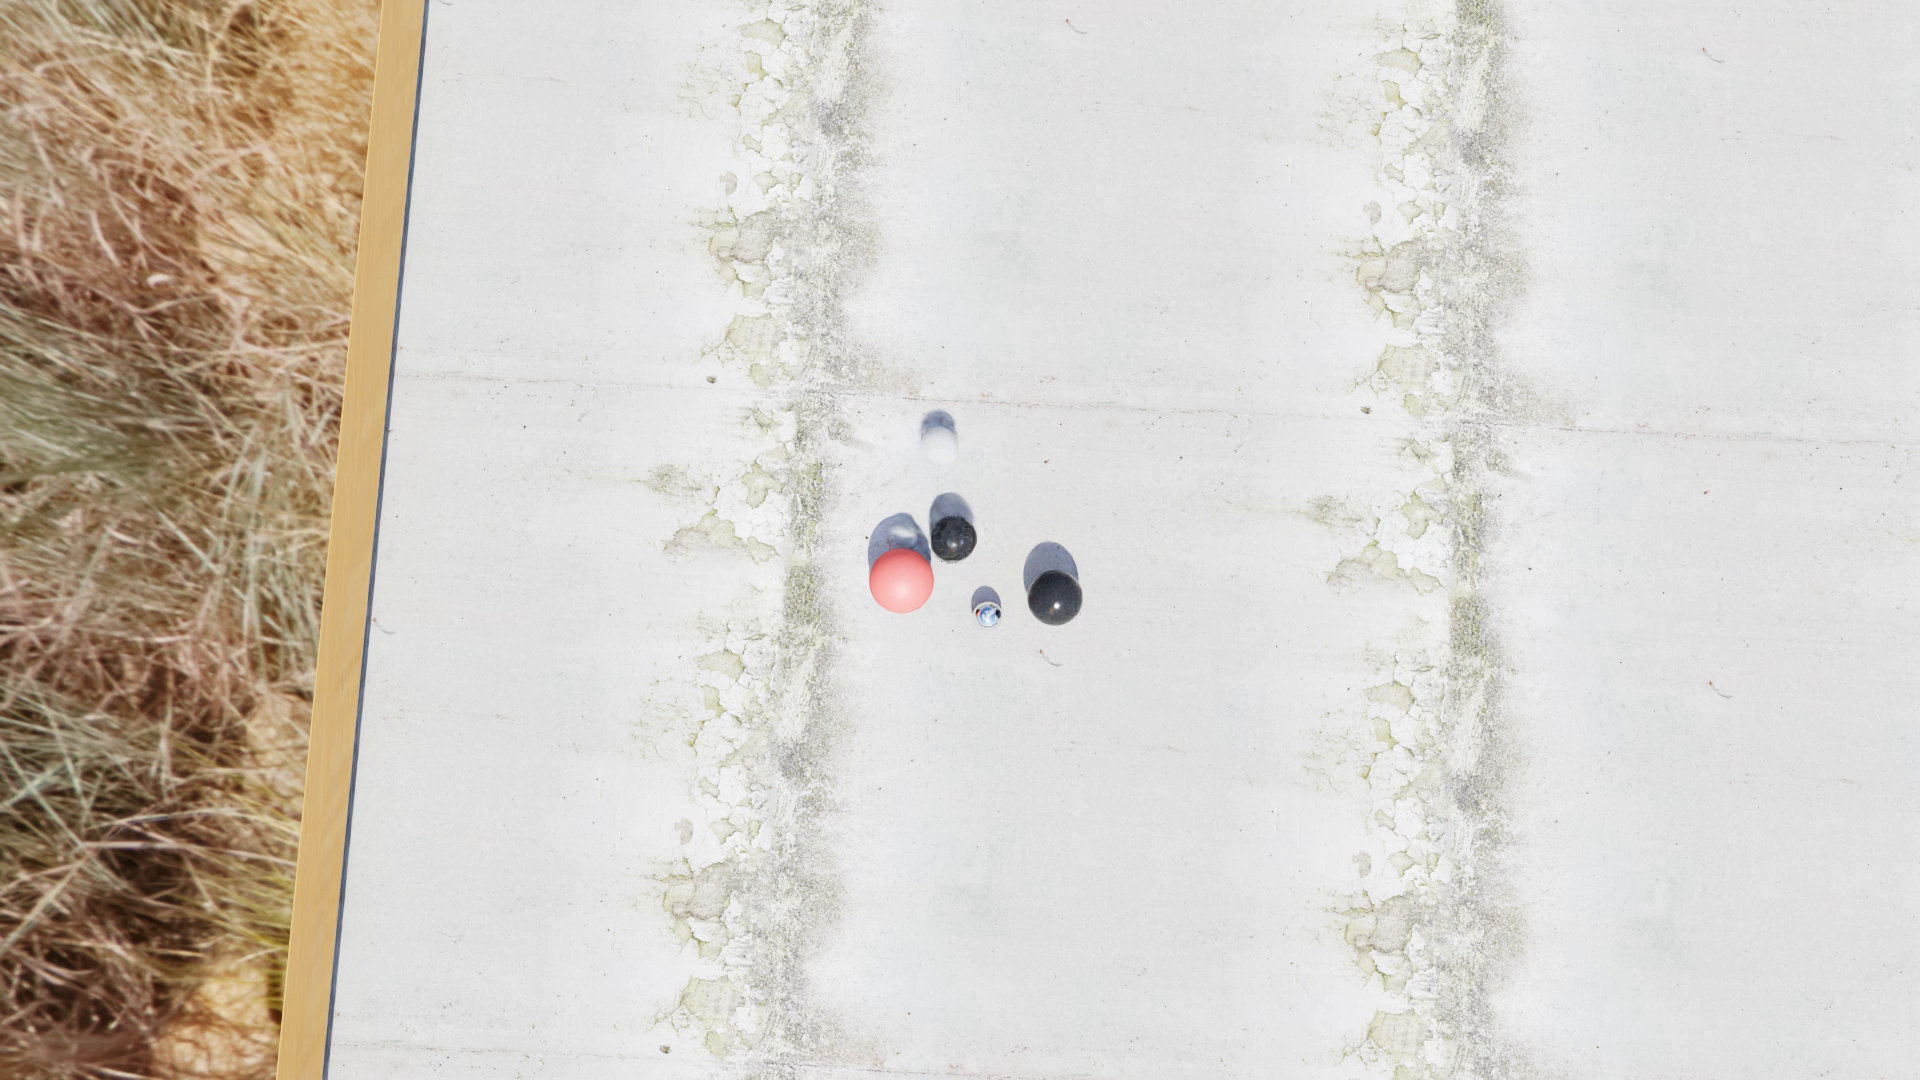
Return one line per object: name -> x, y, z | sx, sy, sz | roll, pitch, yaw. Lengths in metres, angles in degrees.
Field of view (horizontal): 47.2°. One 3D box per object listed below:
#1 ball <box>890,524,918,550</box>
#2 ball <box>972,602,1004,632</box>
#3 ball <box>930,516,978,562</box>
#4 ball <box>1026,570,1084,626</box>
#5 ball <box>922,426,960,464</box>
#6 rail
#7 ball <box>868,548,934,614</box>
ball -> -0.085, -0.002, 3.297 | 0.042, 0.042, 0.042 | 0, 80, 0
ball -> 0.041, 0.114, 3.275 | 0.046, 0.046, 0.046 | 0, 80, 0
ball -> -0.010, -0.002, 3.283 | 0.070, 0.070, 0.070 | 0, 80, 0
ball -> 0.141, 0.086, 3.261 | 0.084, 0.084, 0.084 | 0, 80, 0
ball -> -0.029, -0.142, 3.314 | 0.058, 0.058, 0.058 | 0, 80, 0
rail -> -0.889, -0.047, 3.261 | 0.045, 0.126, 2.084 | 3, 80, 0
ball -> -0.087, 0.060, 3.258 | 0.097, 0.097, 0.097 | 0, 80, 0
